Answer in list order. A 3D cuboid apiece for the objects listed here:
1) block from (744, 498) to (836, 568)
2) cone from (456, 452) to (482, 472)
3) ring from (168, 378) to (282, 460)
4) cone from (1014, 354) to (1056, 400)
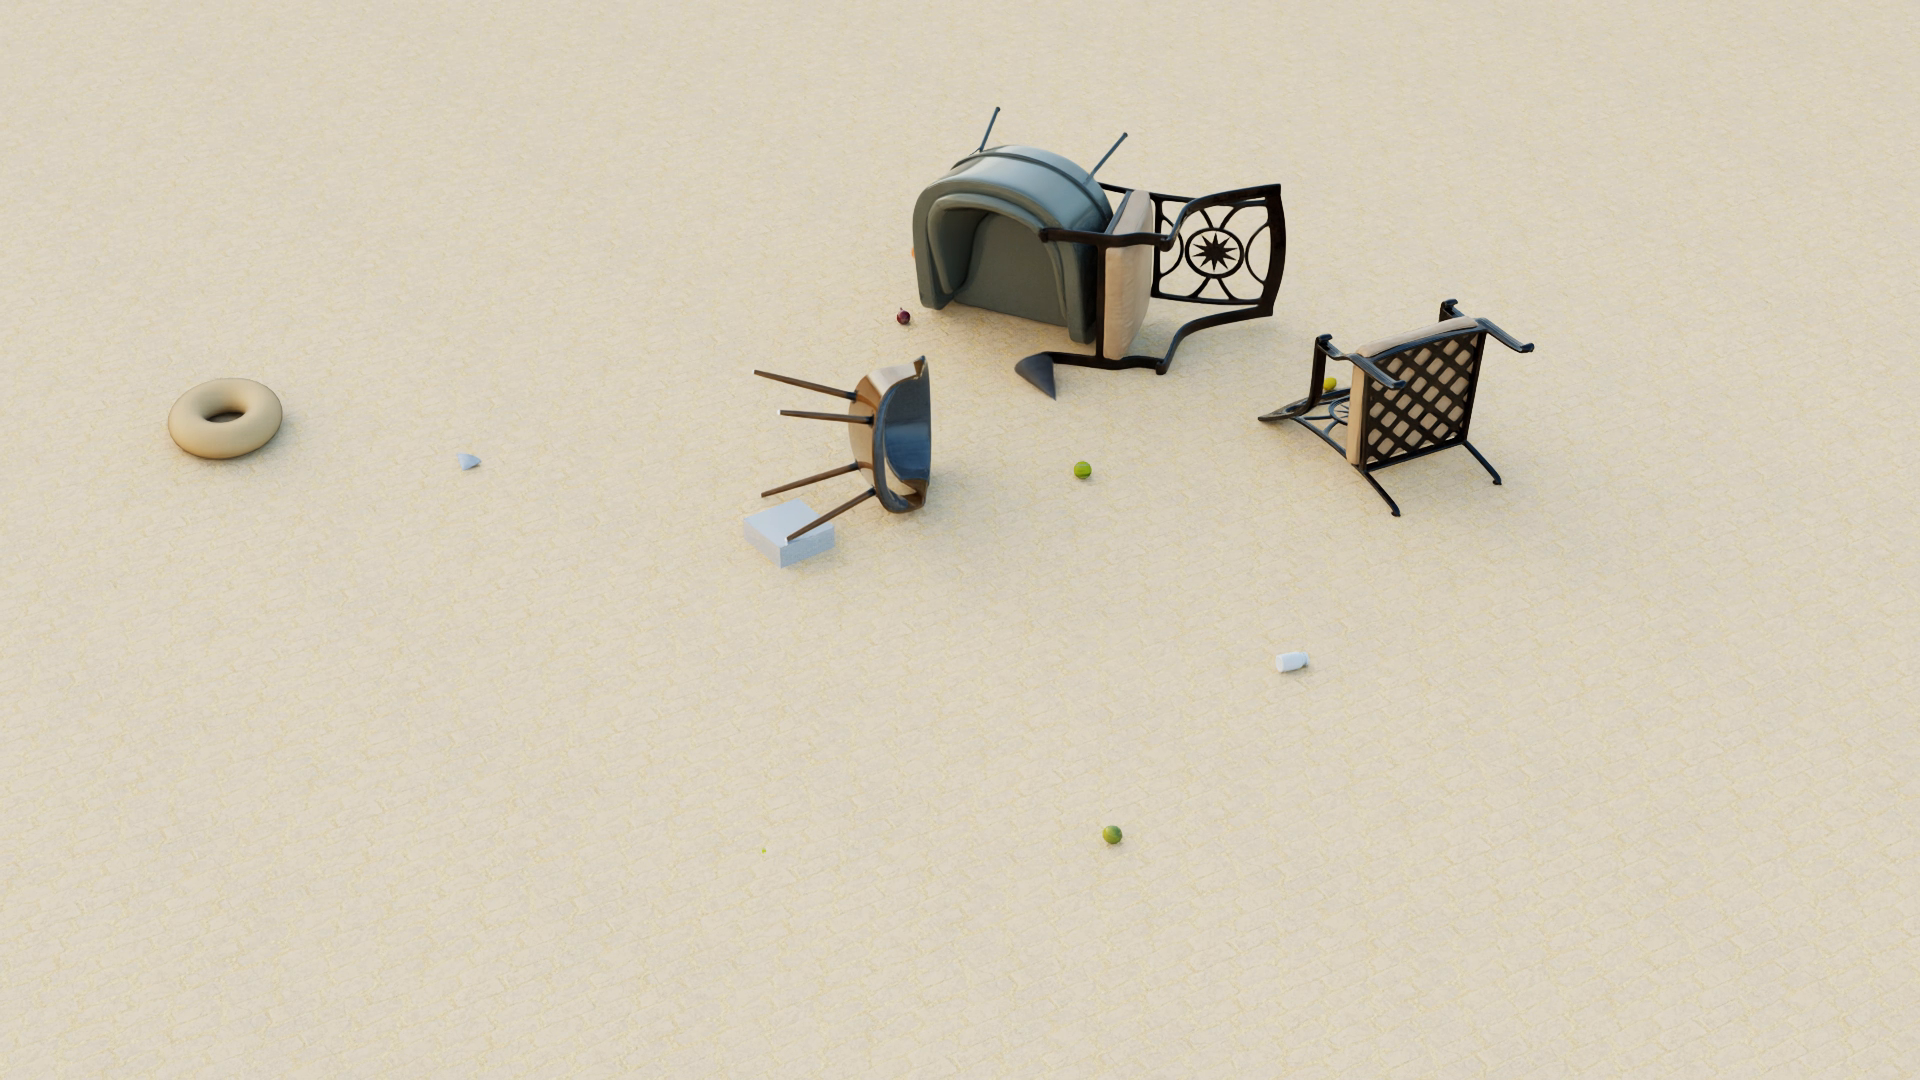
[{"bbox_3d":[-0.635,-0.026,10.902,0.244,0.091,0.245,-22,39,-30],"label":"block"},{"bbox_3d":[-1.915,-0.292,11.363,0.107,0.058,0.065,13,59,11],"label":"cone"},{"bbox_3d":[-2.896,-0.482,11.560,0.443,0.129,0.514,-3,34,-6],"label":"ring"},{"bbox_3d":[0.344,-0.635,11.856,0.178,0.116,0.218,-7,48,-27],"label":"cone"}]
